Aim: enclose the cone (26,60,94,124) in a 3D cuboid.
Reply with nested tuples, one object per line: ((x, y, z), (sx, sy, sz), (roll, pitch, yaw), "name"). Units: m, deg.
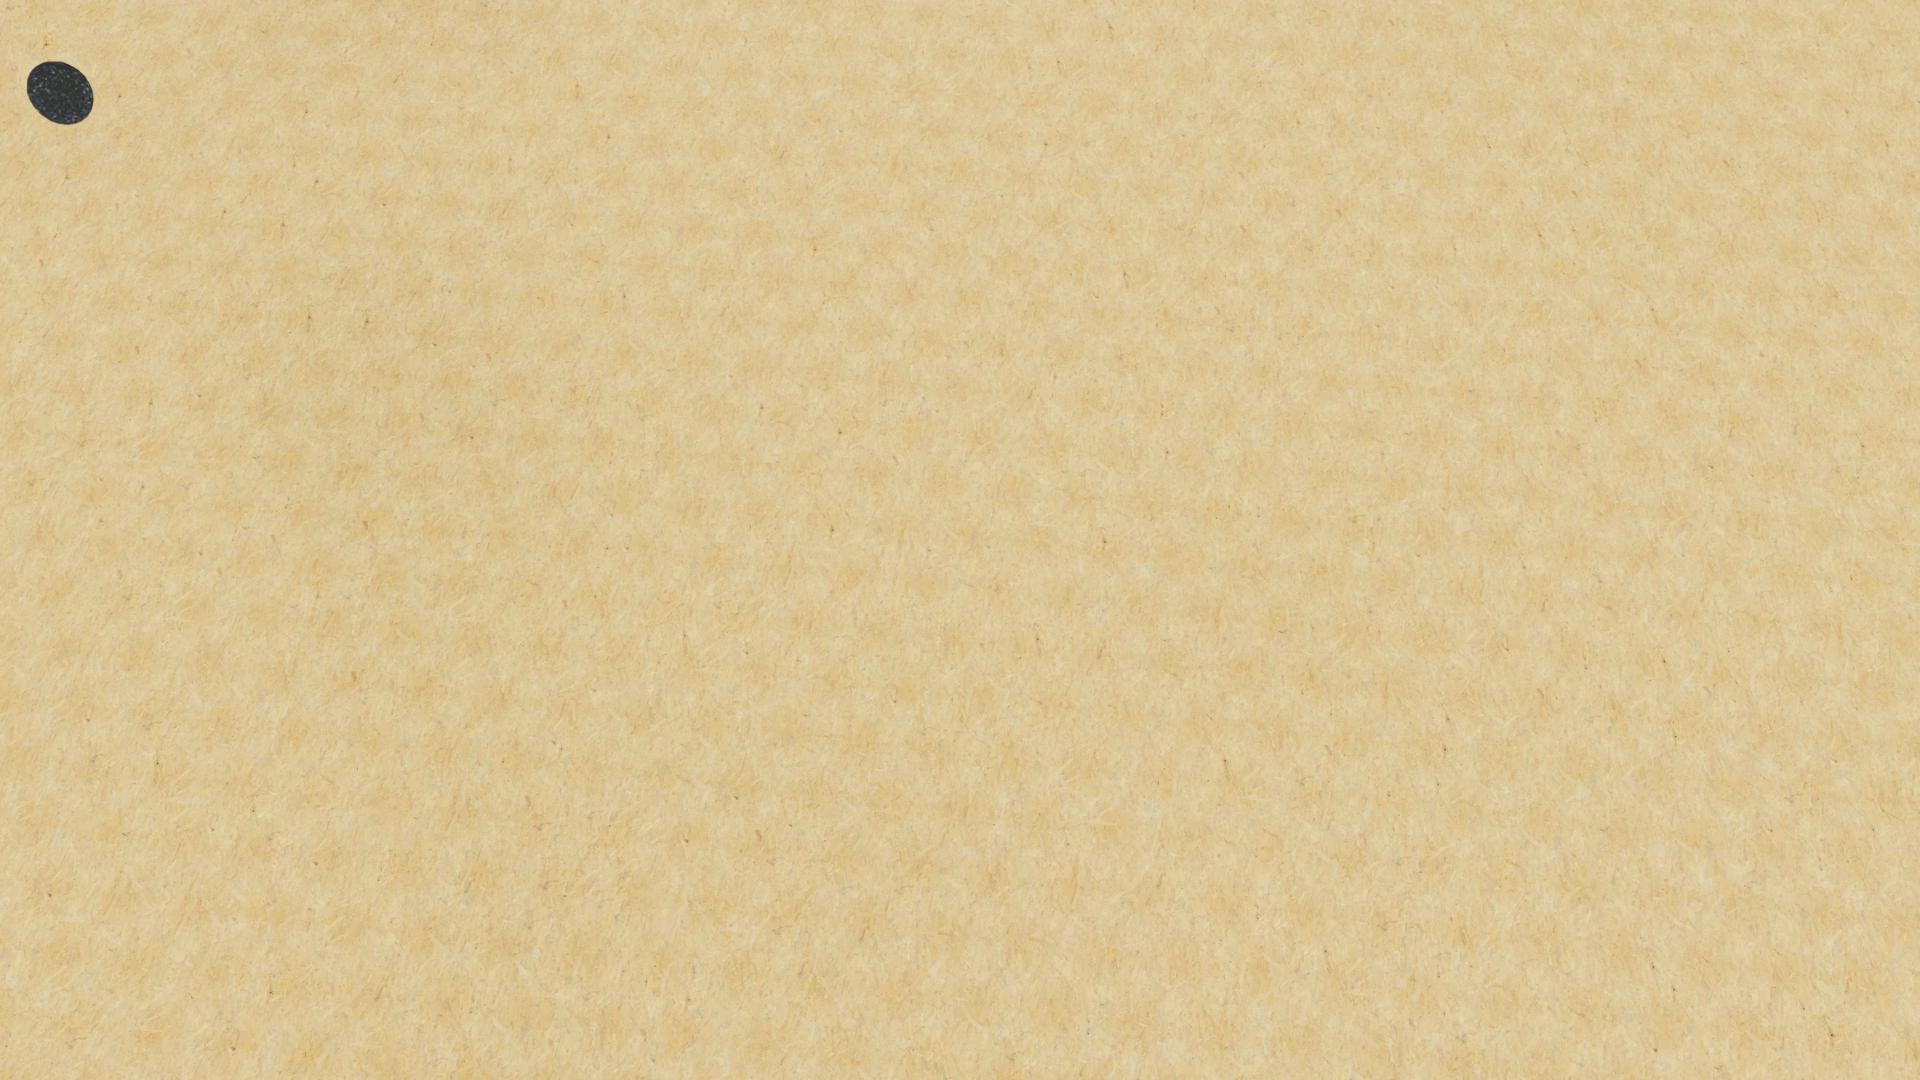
((-1.419, -0.687, 3.443), (0.096, 0.094, 0.103), (-42, 107, -31), "cone")
